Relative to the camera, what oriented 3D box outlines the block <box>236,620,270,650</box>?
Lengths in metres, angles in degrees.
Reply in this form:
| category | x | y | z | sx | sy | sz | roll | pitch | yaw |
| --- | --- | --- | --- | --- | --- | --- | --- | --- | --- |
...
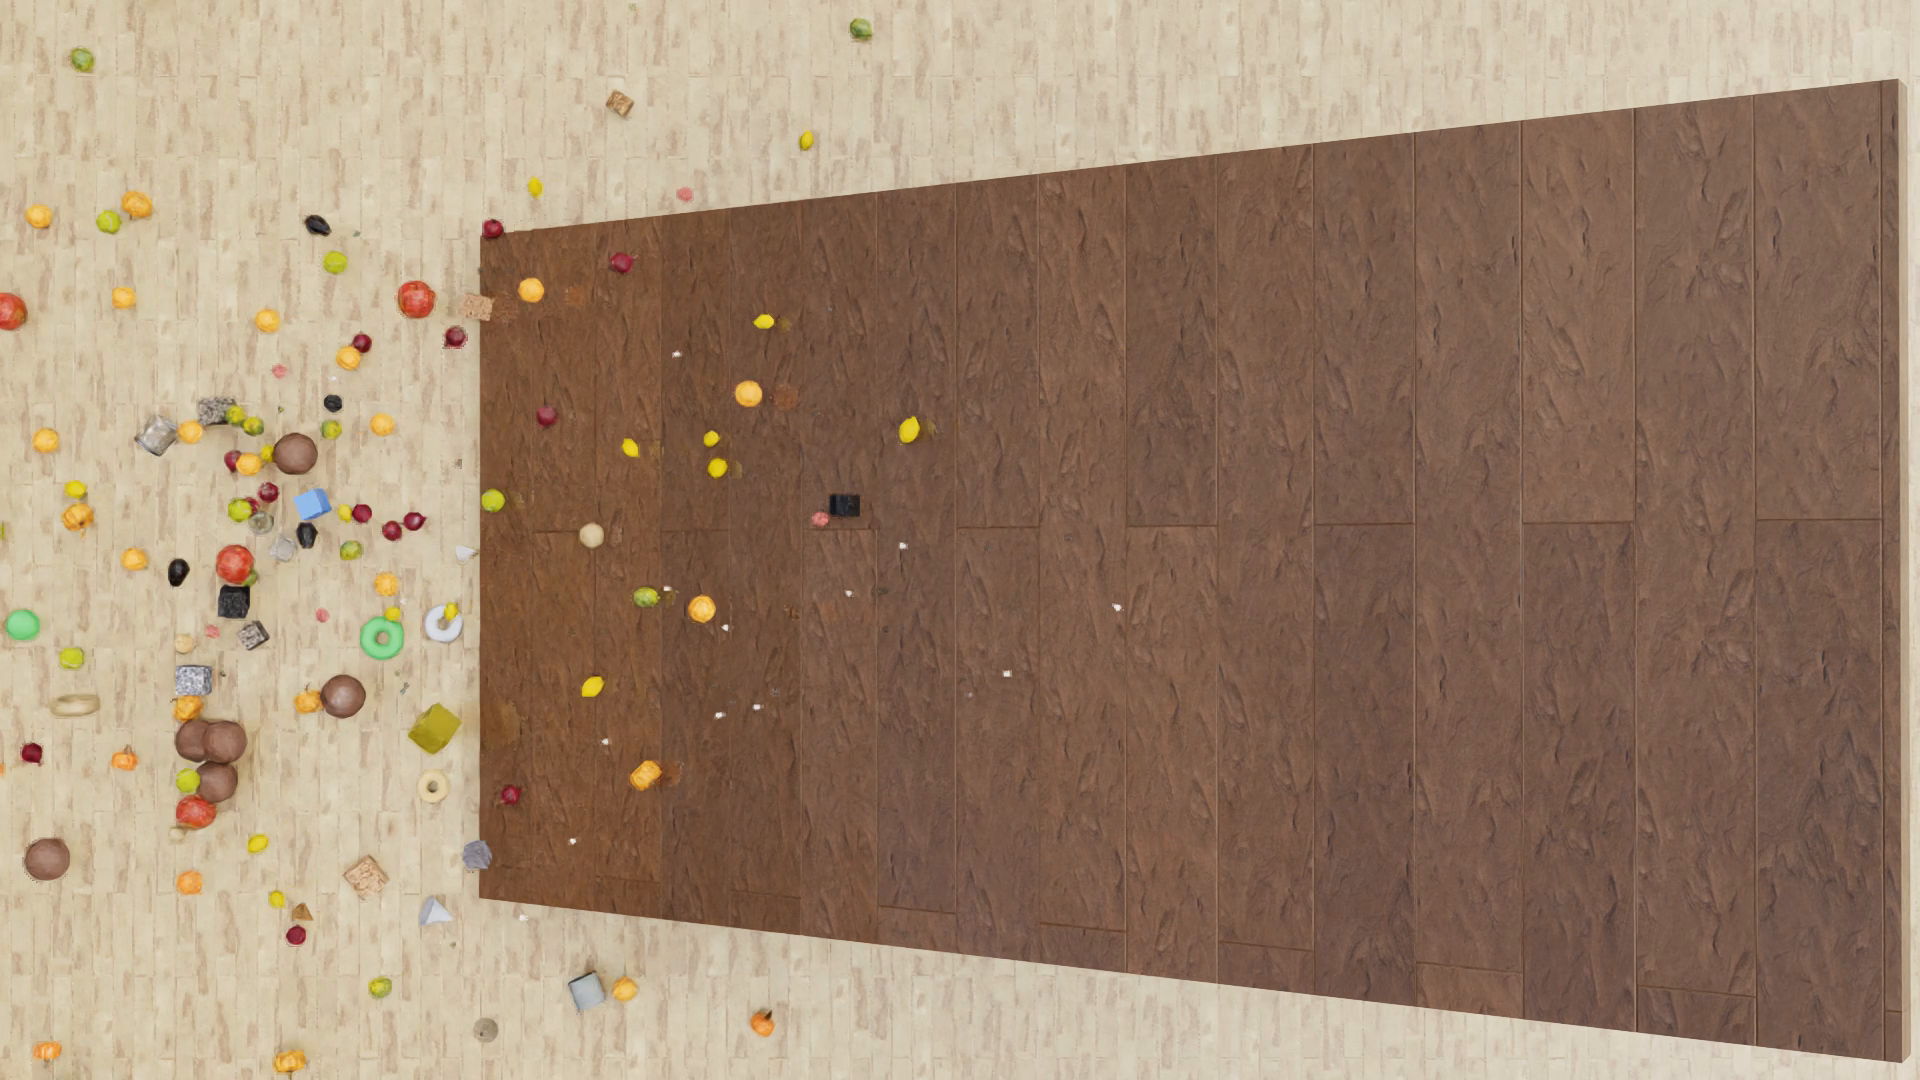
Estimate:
| category | x | y | z | sx | sy | sz | roll | pitch | yaw |
| --- | --- | --- | --- | --- | --- | --- | --- | --- | --- |
| block | -2.149 | 0.290 | 6.687 | 0.064 | 0.064 | 0.064 | -33 | 90 | 0 |

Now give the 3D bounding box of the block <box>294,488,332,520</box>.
| category | x | y | z | sx | sy | sz | roll | pitch | yaw |
| --- | --- | --- | --- | --- | --- | --- | --- | --- | --- |
| block | -1.966 | -0.109 | 6.682 | 0.071 | 0.071 | 0.071 | -23 | 90 | 8 |

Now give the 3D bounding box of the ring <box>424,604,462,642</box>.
| category | x | y | z | sx | sy | sz | roll | pitch | yaw |
| --- | --- | --- | --- | --- | --- | --- | --- | --- | --- |
| ring | -1.573 | 0.254 | 6.699 | 0.117 | 0.039 | 0.117 | 0 | 86 | -1 |

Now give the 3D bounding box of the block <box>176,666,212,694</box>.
| category | x | y | z | sx | sy | sz | roll | pitch | yaw |
| --- | --- | --- | --- | --- | --- | --- | --- | --- | --- |
| block | -2.326 | 0.425 | 6.676 | 0.083 | 0.083 | 0.083 | 2 | 90 | 0 |

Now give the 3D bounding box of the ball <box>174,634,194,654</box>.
| category | x | y | z | sx | sy | sz | roll | pitch | yaw |
| --- | --- | --- | --- | --- | --- | --- | --- | --- | --- |
| ball | -2.361 | 0.316 | 6.688 | 0.061 | 0.061 | 0.061 | 0 | 90 | 0 |

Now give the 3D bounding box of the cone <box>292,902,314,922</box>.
| category | x | y | z | sx | sy | sz | roll | pitch | yaw |
| --- | --- | --- | --- | --- | --- | --- | --- | --- | --- |
| cone | -1.992 | 1.144 | 6.697 | 0.062 | 0.062 | 0.062 | -46 | 116 | 0 |

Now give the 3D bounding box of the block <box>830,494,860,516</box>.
| category | x | y | z | sx | sy | sz | roll | pitch | yaw |
| --- | --- | --- | --- | --- | --- | --- | --- | --- | --- |
| block | -0.308 | -0.093 | 5.866 | 0.057 | 0.057 | 0.057 | 3 | 91 | 33 |

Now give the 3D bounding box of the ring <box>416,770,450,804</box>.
| category | x | y | z | sx | sy | sz | roll | pitch | yaw |
| --- | --- | --- | --- | --- | --- | --- | --- | --- | --- |
| ring | -1.604 | 0.751 | 6.691 | 0.103 | 0.034 | 0.103 | -1 | 78 | 6 |

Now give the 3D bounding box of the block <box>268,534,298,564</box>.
| category | x | y | z | sx | sy | sz | roll | pitch | yaw |
| --- | --- | --- | --- | --- | --- | --- | --- | --- | --- |
| block | -2.054 | 0.026 | 6.674 | 0.061 | 0.061 | 0.061 | 31 | 92 | -14 |

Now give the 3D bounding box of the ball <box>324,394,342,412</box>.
| category | x | y | z | sx | sy | sz | roll | pitch | yaw |
| --- | --- | --- | --- | --- | --- | --- | --- | --- | --- |
| ball | -1.909 | -0.417 | 6.698 | 0.054 | 0.054 | 0.054 | 0 | 90 | 0 |

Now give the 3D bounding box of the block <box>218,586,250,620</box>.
| category | x | y | z | sx | sy | sz | roll | pitch | yaw |
| --- | --- | --- | --- | --- | --- | --- | --- | --- | --- |
| block | -2.199 | 0.189 | 6.661 | 0.079 | 0.079 | 0.079 | 6 | 102 | -11 |

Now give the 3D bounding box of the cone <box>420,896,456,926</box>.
| category | x | y | z | sx | sy | sz | roll | pitch | yaw |
| --- | --- | --- | --- | --- | --- | --- | --- | --- | --- |
| cone | -1.578 | 1.140 | 6.690 | 0.094 | 0.094 | 0.094 | 23 | 89 | -26 |

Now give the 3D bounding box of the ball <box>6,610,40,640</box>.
| category | x | y | z | sx | sy | sz | roll | pitch | yaw |
| --- | --- | --- | --- | --- | --- | --- | --- | --- | --- |
| ball | -2.843 | 0.258 | 6.671 | 0.096 | 0.096 | 0.096 | 0 | 90 | 0 |

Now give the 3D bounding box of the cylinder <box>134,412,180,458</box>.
| category | x | y | z | sx | sy | sz | roll | pitch | yaw |
| --- | --- | --- | --- | --- | --- | --- | --- | --- | --- |
| cylinder | -2.435 | -0.318 | 6.673 | 0.096 | 0.096 | 0.096 | 39 | 89 | 0 |

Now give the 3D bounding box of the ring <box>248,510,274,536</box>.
| category | x | y | z | sx | sy | sz | roll | pitch | yaw |
| --- | --- | --- | --- | --- | --- | --- | --- | --- | --- |
| ring | -2.132 | -0.053 | 6.709 | 0.077 | 0.026 | 0.077 | 0 | 90 | 1 |

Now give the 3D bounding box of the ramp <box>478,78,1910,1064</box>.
| category | x | y | z | sx | sy | sz | roll | pitch | yaw |
| --- | --- | --- | --- | --- | --- | --- | --- | --- | --- |
| ramp | 0.257 | 0.071 | 5.593 | 4.000 | 0.100 | 2.000 | 0 | 89 | 33 |

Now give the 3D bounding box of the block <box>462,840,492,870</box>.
| category | x | y | z | sx | sy | sz | roll | pitch | yaw |
| --- | --- | --- | --- | --- | --- | --- | --- | --- | --- |
| block | -1.424 | 0.929 | 6.483 | 0.059 | 0.059 | 0.059 | -6 | 133 | 14 |

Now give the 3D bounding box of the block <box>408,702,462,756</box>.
| category | x | y | z | sx | sy | sz | roll | pitch | yaw |
| --- | --- | --- | --- | --- | --- | --- | --- | --- | --- |
| block | -1.565 | 0.563 | 6.550 | 0.096 | 0.096 | 0.096 | 42 | 130 | -16 |

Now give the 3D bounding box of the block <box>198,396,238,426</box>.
| category | x | y | z | sx | sy | sz | roll | pitch | yaw |
| --- | --- | --- | --- | --- | --- | --- | --- | --- | --- |
| block | -2.252 | -0.391 | 6.673 | 0.076 | 0.076 | 0.076 | -9 | 89 | 29 |

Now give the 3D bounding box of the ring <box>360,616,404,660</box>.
| category | x | y | z | sx | sy | sz | roll | pitch | yaw |
| --- | --- | --- | --- | --- | --- | --- | --- | --- | --- |
| ring | -1.757 | 0.299 | 6.693 | 0.133 | 0.044 | 0.133 | 0 | 85 | -1 |

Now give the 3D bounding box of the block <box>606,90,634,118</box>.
| category | x | y | z | sx | sy | sz | roll | pitch | yaw |
| --- | --- | --- | --- | --- | --- | --- | --- | --- | --- |
| block | -1.034 | -1.328 | 6.694 | 0.055 | 0.055 | 0.055 | 32 | 89 | -37 |

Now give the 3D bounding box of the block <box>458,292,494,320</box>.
| category | x | y | z | sx | sy | sz | roll | pitch | yaw |
| --- | --- | --- | --- | --- | --- | --- | --- | --- | --- |
| block | -1.455 | -0.702 | 6.607 | 0.067 | 0.067 | 0.067 | 18 | 99 | 32 |

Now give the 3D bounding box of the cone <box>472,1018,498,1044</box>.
| category | x | y | z | sx | sy | sz | roll | pitch | yaw |
| --- | --- | --- | --- | --- | --- | --- | --- | --- | --- |
| cone | -1.447 | 1.496 | 6.669 | 0.078 | 0.078 | 0.078 | 0 | 90 | 0 |

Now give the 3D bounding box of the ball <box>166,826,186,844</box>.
| category | x | y | z | sx | sy | sz | roll | pitch | yaw |
| --- | --- | --- | --- | --- | --- | --- | --- | --- | --- |
| ball | -2.383 | 0.896 | 6.687 | 0.054 | 0.054 | 0.054 | 0 | 90 | 0 |

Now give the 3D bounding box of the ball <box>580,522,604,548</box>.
| category | x | y | z | sx | sy | sz | roll | pitch | yaw |
| --- | --- | --- | --- | --- | --- | --- | --- | --- | --- |
| ball | -1.062 | -0.013 | 6.343 | 0.073 | 0.073 | 0.073 | 0 | 90 | 0 |
